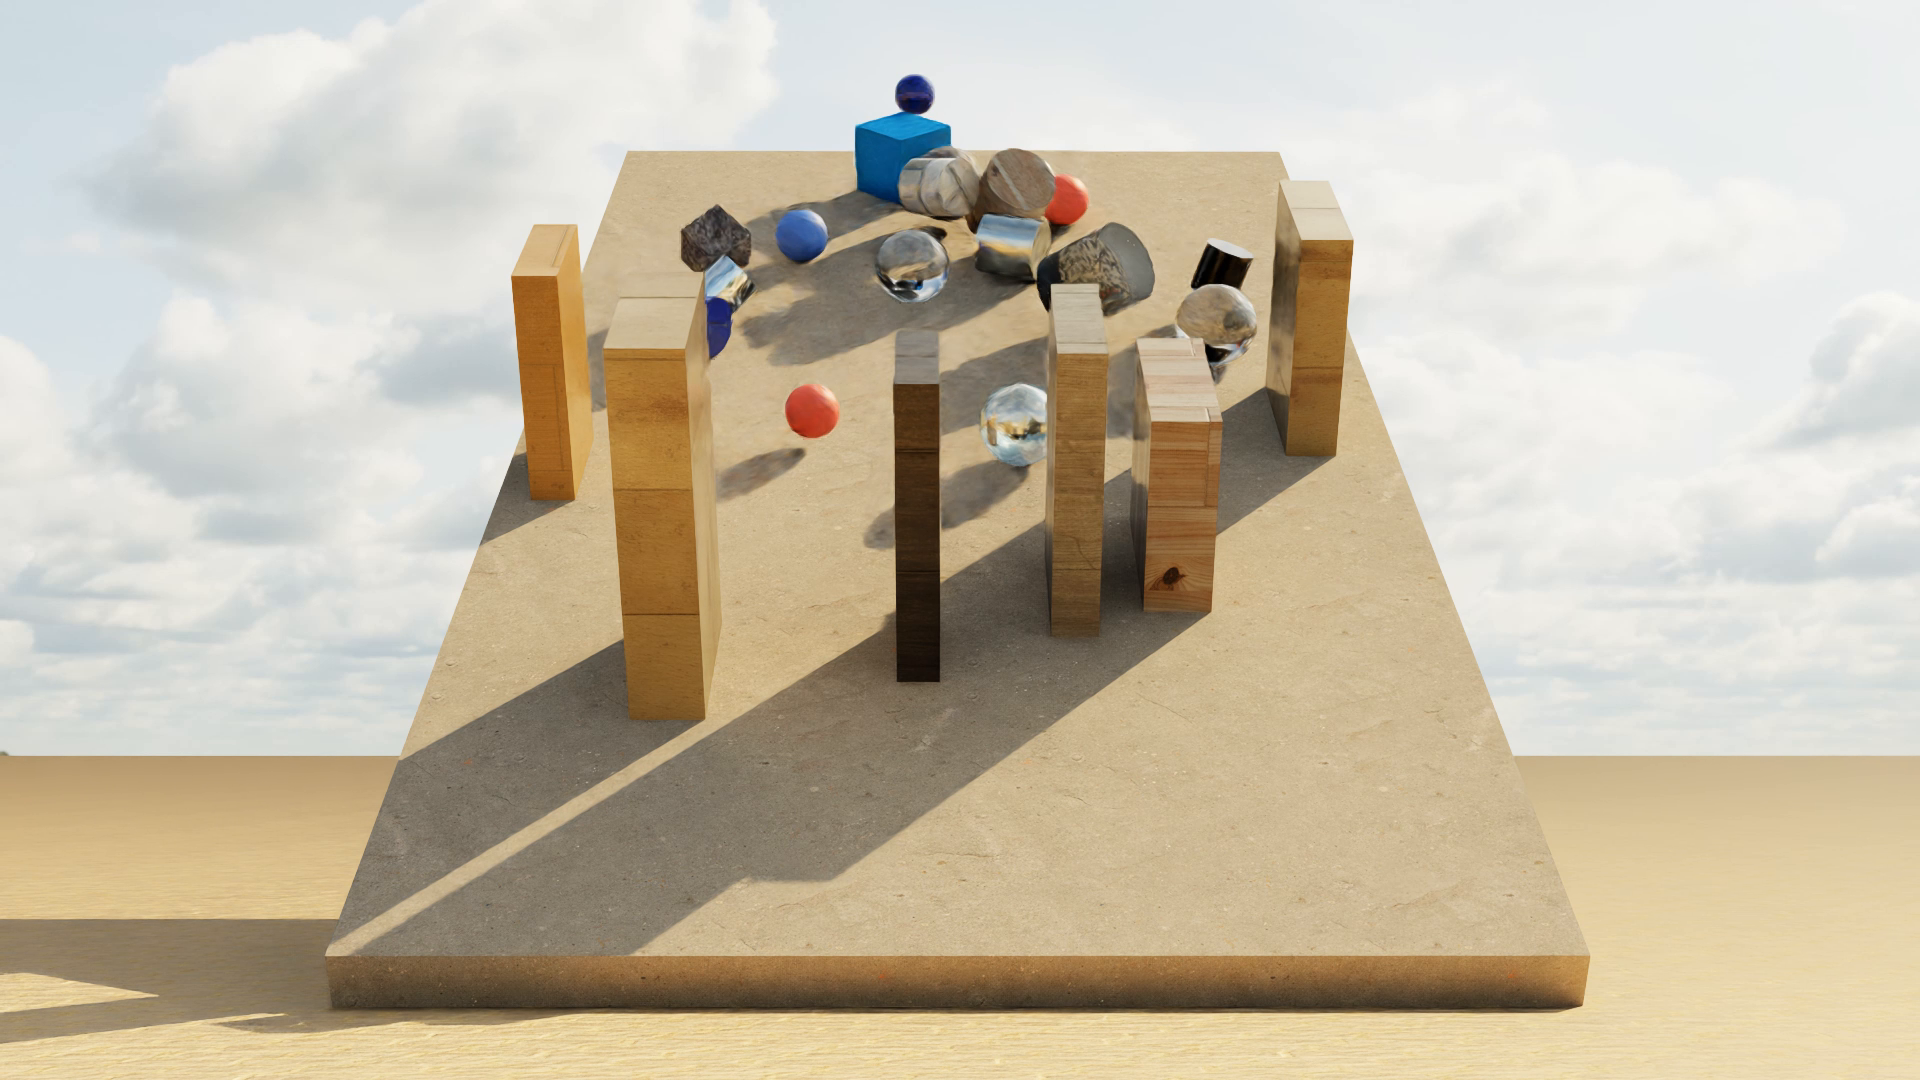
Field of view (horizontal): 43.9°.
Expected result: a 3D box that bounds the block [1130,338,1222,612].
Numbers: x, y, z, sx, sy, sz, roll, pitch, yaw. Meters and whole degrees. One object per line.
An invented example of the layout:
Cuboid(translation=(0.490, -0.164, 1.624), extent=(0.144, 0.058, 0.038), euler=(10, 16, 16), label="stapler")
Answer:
Cuboid(translation=(0.433, -0.136, 4.829), extent=(0.136, 0.418, 0.407), euler=(0, 28, 0), label="block")

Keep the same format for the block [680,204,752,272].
Cuboid(translation=(-0.631, -0.758, 6.147), extent=(0.127, 0.127, 0.127), euler=(-40, -18, -25), label="block")

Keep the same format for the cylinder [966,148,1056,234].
Cuboid(translation=(0.137, -0.929, 6.493), extent=(0.197, 0.197, 0.197), euler=(2, -27, -18), label="cylinder")

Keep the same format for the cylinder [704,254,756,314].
Cuboid(translation=(-0.607, -0.632, 6.029), extent=(0.129, 0.129, 0.129), euler=(43, -12, 11), label="cylinder")

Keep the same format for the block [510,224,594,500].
Cuboid(translation=(-0.886, -0.389, 5.195), extent=(0.096, 0.520, 0.311), euler=(0, 28, 0), label="block")

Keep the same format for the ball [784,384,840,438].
Cuboid(translation=(-0.336, -0.293, 5.403), extent=(0.124, 0.124, 0.124), euler=(0, -5, 0), label="ball")

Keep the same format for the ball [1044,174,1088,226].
Cuboid(translation=(0.290, -0.958, 6.699), extent=(0.144, 0.144, 0.144), euler=(0, -5, 0), label="ball")

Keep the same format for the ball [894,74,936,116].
Cuboid(translation=(-0.134, -1.326, 7.087), extent=(0.125, 0.125, 0.125), euler=(0, -5, 0), label="ball")

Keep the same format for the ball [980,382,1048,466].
Cuboid(translation=(0.136, -0.258, 5.312), extent=(0.185, 0.185, 0.185), euler=(0, -5, 0), label="ball")

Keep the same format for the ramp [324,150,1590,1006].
Cuboid(translation=(-0.011, -0.224, 5.555), extent=(2.000, 0.100, 4.000), euler=(0, 28, 0), label="ramp")

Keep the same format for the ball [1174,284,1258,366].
Cuboid(translation=(0.625, -0.526, 5.812), extent=(0.200, 0.200, 0.200), euler=(0, -5, 0), label="ball")

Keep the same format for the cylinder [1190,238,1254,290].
Cuboid(translation=(0.669, -0.687, 6.083), extent=(0.125, 0.125, 0.125), euler=(18, 21, -7), label="cylinder")

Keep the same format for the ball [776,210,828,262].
Cuboid(translation=(-0.428, -0.824, 6.440), extent=(0.141, 0.141, 0.141), euler=(0, -5, 0), label="ball")

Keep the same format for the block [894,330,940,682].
Cuboid(translation=(-0.079, -0.060, 4.467), extent=(0.081, 0.615, 0.243), euler=(0, 28, 0), label="block")

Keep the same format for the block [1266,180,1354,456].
Cuboid(translation=(0.794, -0.510, 5.439), extent=(0.114, 0.518, 0.390), euler=(0, 28, 0), label="block")

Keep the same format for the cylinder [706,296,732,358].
Cuboid(translation=(-0.667, -0.537, 5.872), extent=(0.149, 0.149, 0.149), euler=(14, 2, 29), label="cylinder")

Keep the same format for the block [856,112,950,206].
Cuboid(translation=(-0.166, -1.114, 6.940), extent=(0.195, 0.195, 0.195), euler=(-24, 36, -38), label="block")

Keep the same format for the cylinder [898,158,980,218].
Cuboid(translation=(-0.058, -0.953, 6.424), extent=(0.156, 0.156, 0.156), euler=(11, 4, 43), label="cylinder")

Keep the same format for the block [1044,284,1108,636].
Cuboid(translation=(0.225, -0.157, 4.671), extent=(0.094, 0.601, 0.346), euler=(0, 28, 0), label="block")

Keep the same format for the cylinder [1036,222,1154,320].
Cuboid(translation=(0.339, -0.656, 5.958), extent=(0.210, 0.210, 0.210), euler=(5, -22, -45), label="cylinder")

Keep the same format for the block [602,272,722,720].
Cuboid(translation=(-0.538, -0.081, 4.370), extent=(0.140, 0.739, 0.361), euler=(0, 28, 0), label="block")

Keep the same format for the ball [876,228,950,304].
Cuboid(translation=(-0.122, -0.710, 6.171), extent=(0.191, 0.191, 0.191), euler=(0, -5, 0), label="ball")

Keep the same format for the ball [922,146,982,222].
Cuboid(translation=(-0.037, -0.997, 6.665), extent=(0.207, 0.207, 0.207), euler=(0, -5, 0), label="ball")
